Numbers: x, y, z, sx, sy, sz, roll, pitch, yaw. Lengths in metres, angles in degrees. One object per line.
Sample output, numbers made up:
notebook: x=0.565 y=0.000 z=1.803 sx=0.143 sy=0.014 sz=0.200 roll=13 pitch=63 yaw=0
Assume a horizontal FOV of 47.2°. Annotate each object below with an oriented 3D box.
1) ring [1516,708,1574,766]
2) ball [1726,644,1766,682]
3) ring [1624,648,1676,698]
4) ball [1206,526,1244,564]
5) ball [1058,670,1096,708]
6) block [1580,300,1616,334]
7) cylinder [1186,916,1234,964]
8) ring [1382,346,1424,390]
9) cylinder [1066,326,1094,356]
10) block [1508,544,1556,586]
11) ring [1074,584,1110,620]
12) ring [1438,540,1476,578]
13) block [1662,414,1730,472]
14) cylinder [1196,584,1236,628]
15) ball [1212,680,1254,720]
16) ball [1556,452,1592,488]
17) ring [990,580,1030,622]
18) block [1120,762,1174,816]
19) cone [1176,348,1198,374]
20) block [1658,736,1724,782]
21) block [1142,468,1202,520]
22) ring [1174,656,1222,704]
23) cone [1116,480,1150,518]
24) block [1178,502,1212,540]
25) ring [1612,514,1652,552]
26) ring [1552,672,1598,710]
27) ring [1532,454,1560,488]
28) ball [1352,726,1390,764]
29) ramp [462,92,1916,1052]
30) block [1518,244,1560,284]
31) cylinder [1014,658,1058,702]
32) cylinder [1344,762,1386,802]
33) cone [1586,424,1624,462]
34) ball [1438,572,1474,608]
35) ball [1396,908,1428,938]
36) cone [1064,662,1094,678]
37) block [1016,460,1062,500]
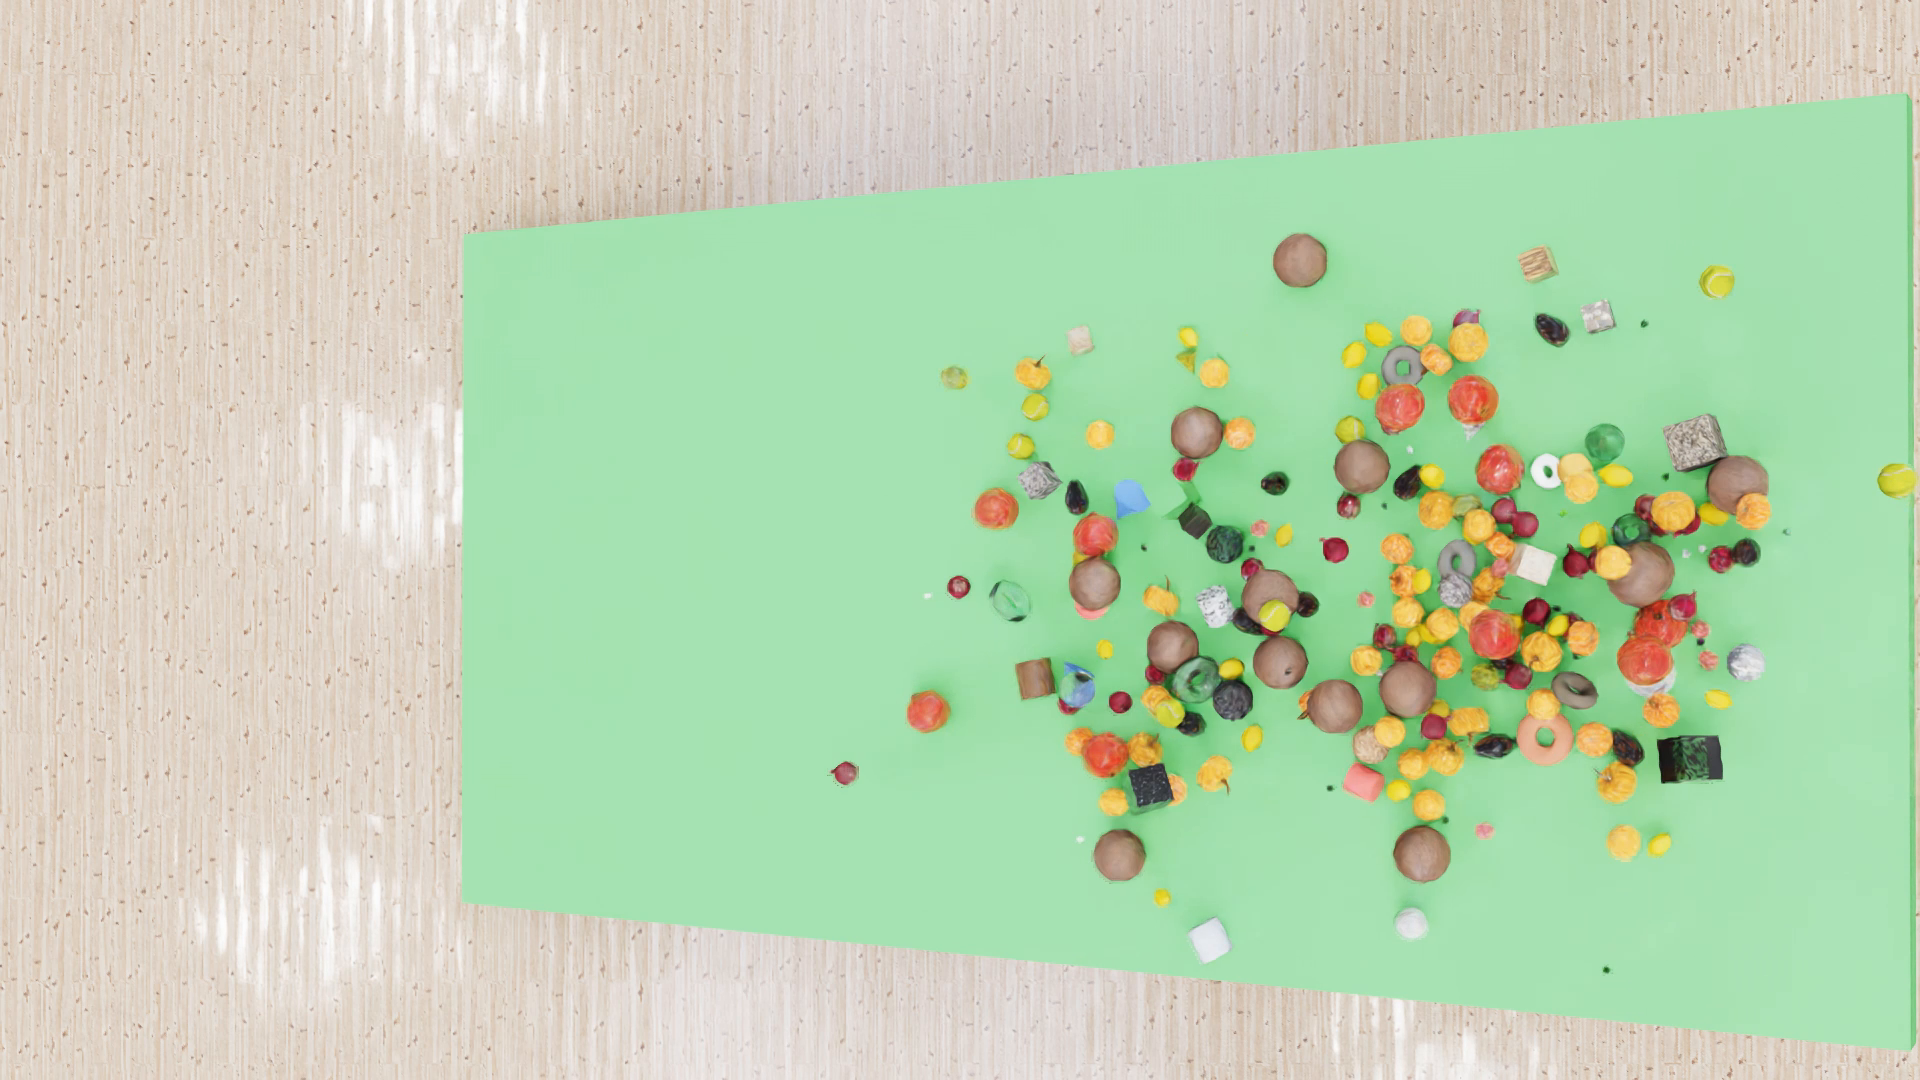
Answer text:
ring: x=1.315 y=0.442 z=4.941 sx=0.128 sy=0.043 sz=0.128 roll=0 pitch=90 yaw=30
ball: x=1.683 y=0.263 z=4.709 sx=0.081 sy=0.081 sz=0.081 roll=0 pitch=89 yaw=0
ring: x=1.516 y=0.292 z=4.831 sx=0.110 sy=0.037 sz=0.110 roll=0 pitch=91 yaw=30
ball: x=0.639 y=0.011 z=5.305 sx=0.093 sy=0.093 sz=0.093 roll=0 pitch=89 yaw=0
ball: x=0.290 y=0.369 z=5.433 sx=0.092 sy=0.092 sz=0.092 roll=0 pitch=89 yaw=0
block: x=1.417 y=-0.495 z=4.879 sx=0.058 sy=0.058 sz=0.058 roll=-15 pitch=82 yaw=22
cylinder: x=0.605 y=0.966 z=5.314 sx=0.085 sy=0.085 sz=0.085 roll=-29 pitch=82 yaw=0
ring: x=1.031 y=-0.401 z=5.117 sx=0.106 sy=0.035 sz=0.106 roll=-1 pitch=88 yaw=33
cylinder: x=0.301 y=-0.499 z=5.521 sx=0.059 sy=0.059 sz=0.059 roll=-15 pitch=80 yaw=0
block: x=1.272 y=0.054 z=4.892 sx=0.071 sy=0.071 sz=0.071 roll=20 pitch=92 yaw=-4
ring: x=0.329 y=0.153 z=5.473 sx=0.093 sy=0.031 sz=0.093 roll=-4 pitch=108 yaw=-11
ring: x=1.137 y=0.052 z=5.035 sx=0.035 sy=0.106 sz=0.106 roll=11 pitch=89 yaw=-34
block: x=1.591 y=-0.209 z=4.756 sx=0.099 sy=0.099 sz=0.099 roll=-19 pitch=80 yaw=28
cylinder: x=0.618 y=0.160 z=5.310 sx=0.075 sy=0.075 sz=0.075 roll=-27 pitch=109 yaw=0
ball: x=0.656 y=0.385 z=5.288 sx=0.099 sy=0.099 sz=0.099 roll=0 pitch=89 yaw=0
ball: x=1.363 y=-0.155 z=4.880 sx=0.077 sy=0.077 sz=0.077 roll=0 pitch=89 yaw=0
ring: x=0.127 y=0.155 z=5.559 sx=0.119 sy=0.119 sz=0.040 roll=49 pitch=130 yaw=0
block: x=0.450 y=0.600 z=5.290 sx=0.091 sy=0.091 sz=0.091 roll=-12 pitch=71 yaw=-12
cone: x=0.564 y=-0.432 z=5.391 sx=0.057 sy=0.057 sz=0.057 roll=-22 pitch=107 yaw=0
block: x=1.572 y=0.472 z=4.735 sx=0.092 sy=0.092 sz=0.092 roll=1 pitch=79 yaw=-15
block: x=0.519 y=-0.112 z=5.377 sx=0.089 sy=0.089 sz=0.089 roll=-36 pitch=73 yaw=25
ring: x=0.575 y=0.339 z=5.323 sx=0.130 sy=0.043 sz=0.130 roll=-12 pitch=121 yaw=-20
cone: x=0.410 y=-0.081 z=5.465 sx=0.098 sy=0.098 sz=0.098 roll=14 pitch=49 yaw=-16
block: x=0.572 y=-0.046 z=5.354 sx=0.054 sy=0.054 sz=0.054 roll=31 pitch=113 yaw=-26
ring: x=1.482 y=-0.017 z=4.849 sx=0.088 sy=0.029 sz=0.088 roll=10 pitch=113 yaw=25
ring: x=1.363 y=0.334 z=4.877 sx=0.106 sy=0.106 sz=0.035 roll=18 pitch=127 yaw=0
ring: x=1.321 y=-0.154 z=4.942 sx=0.027 sy=0.081 sz=0.081 roll=-18 pitch=89 yaw=-42
ball: x=0.957 y=0.477 z=5.120 sx=0.089 sy=0.089 sz=0.089 roll=0 pitch=89 yaw=0
ramp: x=0.270 y=0.075 z=5.628 sx=4.000 sy=0.100 sz=2.000 roll=0 pitch=89 yaw=30
block: x=1.302 y=-0.620 z=4.947 sx=0.064 sy=0.064 sz=0.064 roll=-22 pitch=79 yaw=28
cylinder: x=0.191 y=0.352 z=5.556 sx=0.093 sy=0.093 sz=0.093 roll=-11 pitch=83 yaw=0
cylinder: x=0.944 y=0.566 z=5.135 sx=0.071 sy=0.071 sz=0.071 roll=27 pitch=89 yaw=30
cone: x=1.423 y=-0.220 z=4.851 sx=0.085 sy=0.085 sz=0.085 roll=-1 pitch=86 yaw=17
ball: x=1.115 y=0.113 z=4.944 sx=0.079 sy=0.079 sz=0.079 roll=0 pitch=89 yaw=0
ball: x=1.041 y=0.884 z=5.077 sx=0.072 sy=0.072 sz=0.072 roll=0 pitch=89 yaw=0
cone: x=0.281 y=0.361 z=5.508 sx=0.083 sy=0.083 sz=0.083 roll=25 pitch=97 yaw=0
block: x=0.202 y=-0.151 z=5.572 sx=0.069 sy=0.069 sz=0.069 roll=-40 pitch=71 yaw=24
